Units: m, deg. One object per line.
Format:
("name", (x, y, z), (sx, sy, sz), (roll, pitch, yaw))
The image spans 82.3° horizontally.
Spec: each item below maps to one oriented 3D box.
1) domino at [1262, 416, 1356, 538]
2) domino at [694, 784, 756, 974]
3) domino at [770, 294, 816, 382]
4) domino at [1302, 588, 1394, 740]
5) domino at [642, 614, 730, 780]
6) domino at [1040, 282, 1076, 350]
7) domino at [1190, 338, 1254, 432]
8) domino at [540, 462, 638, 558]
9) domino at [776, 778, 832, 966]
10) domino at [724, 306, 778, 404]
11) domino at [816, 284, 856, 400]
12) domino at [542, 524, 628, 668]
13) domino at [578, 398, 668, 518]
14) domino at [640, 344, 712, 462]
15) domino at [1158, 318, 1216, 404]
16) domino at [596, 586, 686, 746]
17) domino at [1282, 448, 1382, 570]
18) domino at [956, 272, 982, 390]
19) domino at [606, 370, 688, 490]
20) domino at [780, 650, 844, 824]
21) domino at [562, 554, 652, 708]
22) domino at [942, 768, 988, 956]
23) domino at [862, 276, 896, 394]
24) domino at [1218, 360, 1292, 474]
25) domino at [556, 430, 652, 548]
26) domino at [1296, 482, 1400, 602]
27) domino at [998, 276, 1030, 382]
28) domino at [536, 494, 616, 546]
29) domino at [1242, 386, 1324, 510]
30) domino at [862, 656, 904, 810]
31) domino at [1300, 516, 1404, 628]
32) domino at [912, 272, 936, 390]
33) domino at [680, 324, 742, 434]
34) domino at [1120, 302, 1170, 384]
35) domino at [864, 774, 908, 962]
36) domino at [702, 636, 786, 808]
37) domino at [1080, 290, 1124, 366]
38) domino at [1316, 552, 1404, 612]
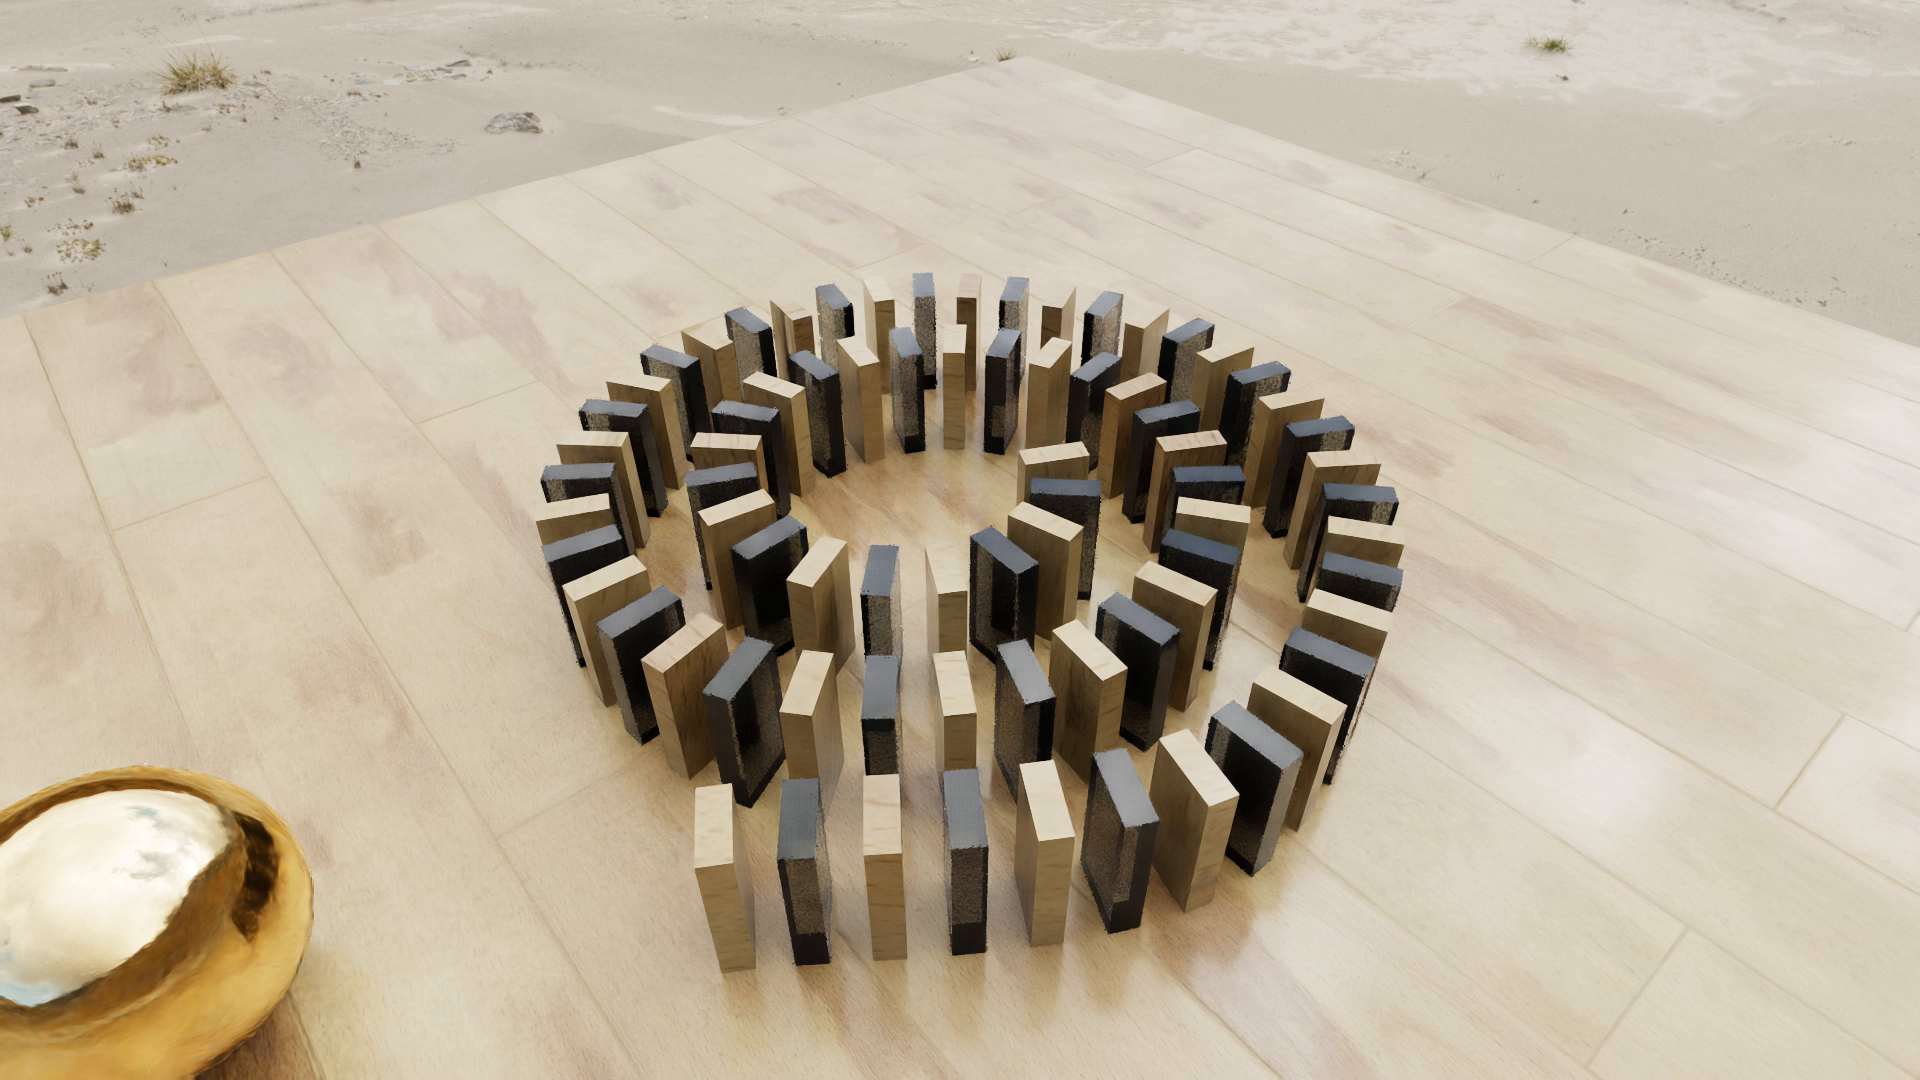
("domino", (0.139, -0.025, 0.442), (0.025, 0.050, 0.010), (-9, 40, -10))
("domino", (-0.063, 0.092, 0.299), (0.009, 0.050, 0.025), (-6, 40, -8))
("domino", (-0.077, -0.087, 0.518), (0.010, 0.050, 0.025), (-22, 44, -24))
("domino", (0.123, 0.041, 0.361), (0.025, 0.050, 0.010), (19, 43, 22))
("domino", (-0.084, 0.050, 0.350), (0.010, 0.050, 0.025), (24, 45, 27))
("domino", (0.046, -0.095, 0.527), (0.009, 0.050, 0.025), (13, 41, 15))
("domino", (0.114, -0.062, 0.488), (0.025, 0.050, 0.010), (-22, 44, -25))
("domino", (-0.140, -0.006, 0.419), (0.025, 0.050, 0.010), (-3, 39, -4))
("domino", (-0.042, 0.091, 0.300), (0.009, 0.050, 0.025), (-2, 39, -3))
("domino", (-0.095, -0.079, 0.508), (0.010, 0.050, 0.025), (-27, 47, -29))
("domino", (-0.059, -0.094, 0.526), (0.009, 0.050, 0.025), (-17, 42, -19))
("domino", (-0.128, 0.020, 0.387), (0.025, 0.050, 0.010), (-20, 43, -22))
("domino", (-0.138, -0.033, 0.452), (0.025, 0.050, 0.009), (7, 40, 8))
("domino", (-0.124, -0.059, 0.483), (0.025, 0.050, 0.009), (20, 43, 22))
("domino", (0.101, -0.073, 0.501), (0.025, 0.050, 0.009), (-30, 48, -31))
("domino", (-0.101, 0.042, 0.361), (0.009, 0.050, 0.025), (31, 49, 32))
("domino", (0.143, -0.011, 0.425), (0.025, 0.050, 0.010), (-3, 39, -4))
("domino", (0.004, -0.101, 0.535), (0.010, 0.050, 0.025), (4, 39, 5))
("domino", (-0.132, -0.046, 0.468), (0.025, 0.050, 0.010), (12, 41, 14))
("domino", (-0.045, 0.061, 0.337), (0.010, 0.050, 0.025), (6, 40, 7))
("domino", (-0.115, 0.031, 0.373), (0.025, 0.050, 0.009), (-27, 46, -29))
("domino", (0.001, 0.089, 0.303), (0.010, 0.050, 0.025), (-4, 39, -4))
("domino", (-0.038, -0.099, 0.532), (0.009, 0.050, 0.025), (-11, 41, -13))
("domino", (0.125, -0.050, 0.473), (0.025, 0.050, 0.009), (-17, 42, -20))
("domino", (-0.140, -0.019, 0.435), (0.025, 0.050, 0.009), (2, 39, 3))
("domino", (0.143, 0.002, 0.408), (0.025, 0.050, 0.009), (4, 39, 5))
("domino", (0.026, -0.099, 0.532), (0.010, 0.050, 0.025), (9, 40, 10))
("domino", (-0.136, 0.008, 0.402), (0.025, 0.050, 0.009), (-11, 41, -13))
("domino", (0.133, -0.038, 0.458), (0.025, 0.050, 0.009), (-13, 41, -15))
("domino", (-0.023, 0.062, 0.336), (0.009, 0.050, 0.025), (0, 39, 0))
("domino", (0.139, 0.016, 0.392), (0.025, 0.050, 0.010), (10, 40, 12))
("domino", (-0.017, -0.101, 0.535), (0.010, 0.050, 0.025), (-3, 39, -3))
("domino", (-0.111, -0.070, 0.497), (0.025, 0.050, 0.009), (30, 48, 31))
("domino", (0.085, -0.082, 0.512), (0.009, 0.050, 0.025), (24, 45, 27))
("domino", (-0.020, 0.090, 0.301), (0.009, 0.050, 0.025), (-3, 39, -3))
("domino", (-0.065, 0.057, 0.342), (0.009, 0.050, 0.025), (15, 42, 17))
("domino", (0.066, -0.089, 0.520), (0.009, 0.050, 0.025), (18, 43, 20))
("domino", (0.132, 0.029, 0.376), (0.025, 0.050, 0.010), (15, 42, 17))
